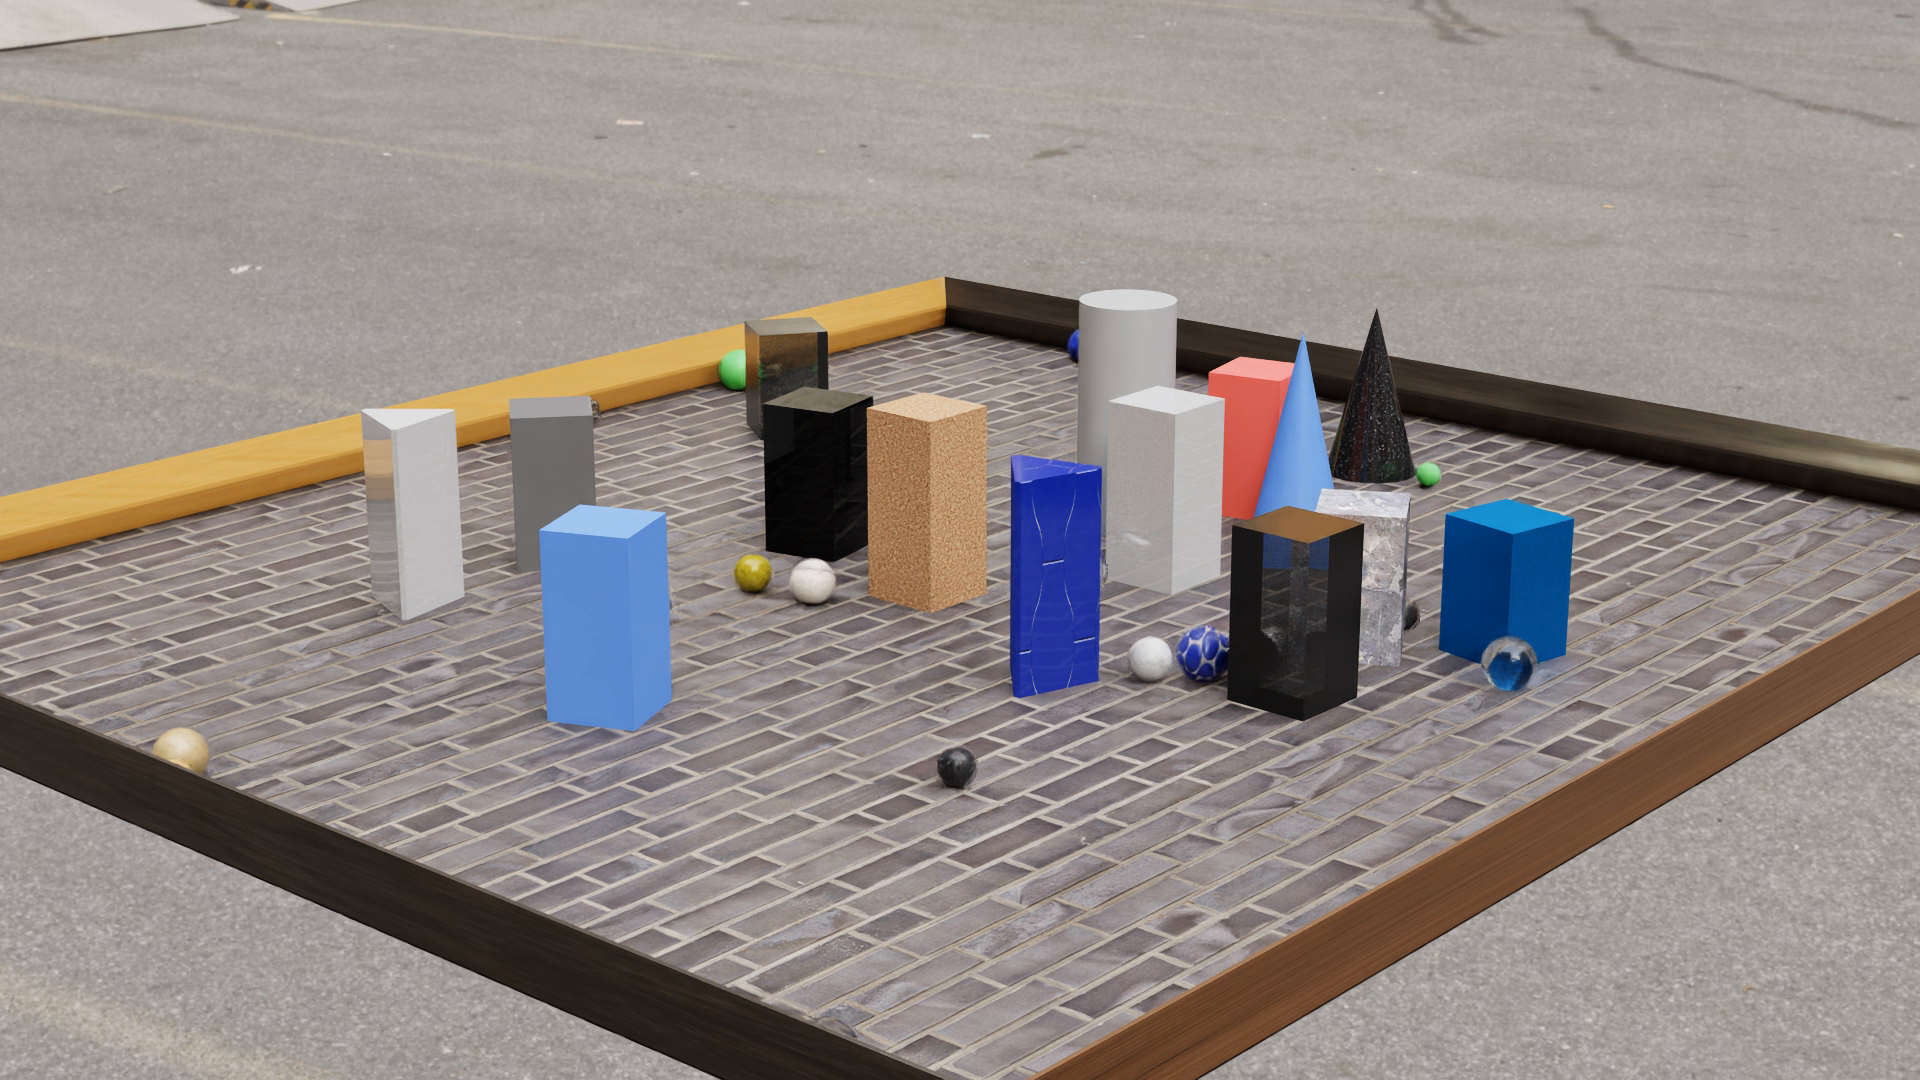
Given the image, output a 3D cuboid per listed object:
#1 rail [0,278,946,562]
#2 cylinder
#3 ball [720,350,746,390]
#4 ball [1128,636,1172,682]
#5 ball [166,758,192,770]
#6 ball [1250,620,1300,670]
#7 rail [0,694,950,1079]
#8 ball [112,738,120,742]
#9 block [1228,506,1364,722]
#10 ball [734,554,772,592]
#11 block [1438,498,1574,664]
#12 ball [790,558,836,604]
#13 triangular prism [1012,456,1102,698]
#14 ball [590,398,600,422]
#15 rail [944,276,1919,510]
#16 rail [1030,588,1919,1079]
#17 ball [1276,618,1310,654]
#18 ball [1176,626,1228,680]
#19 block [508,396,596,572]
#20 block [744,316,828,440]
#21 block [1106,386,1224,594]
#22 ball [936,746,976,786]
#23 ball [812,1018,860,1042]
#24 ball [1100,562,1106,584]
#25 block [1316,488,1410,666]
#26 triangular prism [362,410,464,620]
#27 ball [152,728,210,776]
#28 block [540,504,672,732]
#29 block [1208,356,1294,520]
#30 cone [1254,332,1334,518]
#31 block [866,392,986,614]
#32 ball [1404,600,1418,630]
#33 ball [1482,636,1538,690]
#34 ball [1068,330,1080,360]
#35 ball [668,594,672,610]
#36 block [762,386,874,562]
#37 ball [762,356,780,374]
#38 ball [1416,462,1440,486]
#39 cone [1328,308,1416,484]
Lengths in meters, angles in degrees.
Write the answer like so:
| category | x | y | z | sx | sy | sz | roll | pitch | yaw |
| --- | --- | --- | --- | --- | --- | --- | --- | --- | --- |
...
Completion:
| category | x | y | z | sx | sy | sz | roll | pitch | yaw |
| --- | --- | --- | --- | --- | --- | --- | --- | --- | --- |
| rail | -1.051 | -0.235 | 5.995 | 0.045 | 0.118 | 3.145 | 14 | 22 | 39 |
| cylinder | 0.310 | -0.239 | 5.474 | 0.182 | 0.429 | 0.182 | 0 | 17 | 0 |
| ball | -0.490 | -0.378 | 6.517 | 0.091 | 0.091 | 0.091 | 0 | 17 | 0 |
| ball | 0.304 | 0.190 | 4.677 | 0.071 | 0.071 | 0.071 | 0 | 17 | 0 |
| ball | -1.124 | 0.344 | 4.176 | 0.065 | 0.065 | 0.065 | 0 | 17 | 0 |
| ball | 0.509 | 0.169 | 4.730 | 0.080 | 0.080 | 0.080 | 0 | 17 | 0 |
| rail | -1.015 | 0.369 | 4.002 | 2.831 | 0.118 | 0.045 | 14 | 22 | 39 |
| ball | -1.253 | 0.313 | 4.311 | 0.047 | 0.047 | 0.047 | 0 | 17 | 0 |
| block | 0.522 | 0.112 | 4.562 | 0.145 | 0.286 | 0.145 | 15 | 22 | 40 |
| ball | -0.361 | 0.058 | 5.121 | 0.067 | 0.067 | 0.067 | 0 | 17 | 0 |
| block | 0.891 | 0.073 | 4.783 | 0.145 | 0.233 | 0.145 | -13 | 21 | -36 |
| ball | -0.254 | 0.071 | 5.056 | 0.079 | 0.079 | 0.079 | 0 | 17 | 0 |
| triangular prism | 0.120 | 0.050 | 4.652 | 0.157 | 0.353 | 0.136 | -10 | 20 | -30 |
| ball | -0.796 | -0.274 | 6.221 | 0.063 | 0.063 | 0.063 | 0 | 17 | 0 |
| rail | 1.015 | -0.310 | 6.241 | 2.831 | 0.118 | 0.045 | 14 | 22 | 39 |
| rail | 1.051 | 0.294 | 4.248 | 0.045 | 0.118 | 3.145 | 14 | 22 | 39 |
| ball | 0.547 | 0.158 | 4.808 | 0.057 | 0.057 | 0.057 | 0 | 17 | 0 |
| ball | 0.390 | 0.181 | 4.677 | 0.088 | 0.088 | 0.088 | 0 | 17 | 0 |
| block | -0.732 | -0.102 | 5.276 | 0.145 | 0.283 | 0.145 | -3 | 17 | -9 |
| block | -0.364 | -0.340 | 6.163 | 0.145 | 0.224 | 0.145 | -5 | 18 | -15 |
| block | 0.360 | -0.089 | 5.159 | 0.145 | 0.325 | 0.145 | 14 | 22 | 38 |
| ball | -0.006 | 0.328 | 4.247 | 0.056 | 0.056 | 0.056 | 0 | 17 | 0 |
| ball | -0.151 | 0.586 | 3.362 | 0.075 | 0.075 | 0.075 | 0 | 17 | 0 |
| ball | 0.220 | 0.055 | 5.123 | 0.070 | 0.070 | 0.070 | 0 | 17 | 0 |
| block | 0.654 | 0.060 | 4.793 | 0.145 | 0.251 | 0.145 | 3 | 17 | 11 |
| triangular prism | -0.962 | -0.053 | 5.025 | 0.136 | 0.334 | 0.157 | 10 | 19 | 29 |
| ball | -1.129 | 0.313 | 4.251 | 0.082 | 0.082 | 0.082 | 0 | 17 | 0 |
| block | -0.543 | 0.118 | 4.507 | 0.145 | 0.307 | 0.145 | 5 | 18 | 17 |
| block | 0.567 | -0.191 | 5.580 | 0.145 | 0.276 | 0.145 | 9 | 19 | 28 |
| cone | 0.617 | -0.182 | 5.326 | 0.182 | 0.406 | 0.182 | 0 | 17 | 0 |
| block | -0.056 | -0.066 | 5.061 | 0.145 | 0.337 | 0.145 | 14 | 22 | 39 |
| ball | 0.743 | 0.125 | 4.922 | 0.053 | 0.053 | 0.053 | 0 | 17 | 0 |
| ball | 0.868 | 0.194 | 4.635 | 0.087 | 0.087 | 0.087 | 0 | 17 | 0 |
| ball | 0.286 | -0.450 | 6.778 | 0.077 | 0.077 | 0.077 | 0 | 17 | 0 |
| ball | -0.522 | 0.109 | 4.944 | 0.071 | 0.071 | 0.071 | 0 | 17 | 0 |
| block | -0.256 | -0.121 | 5.345 | 0.145 | 0.278 | 0.145 | 9 | 19 | 27 |
| ball | -0.430 | -0.395 | 6.660 | 0.041 | 0.041 | 0.041 | 0 | 17 | 0 |
| ball | 0.921 | -0.129 | 5.772 | 0.047 | 0.047 | 0.047 | 0 | 17 | 0 |
| cone | 0.822 | -0.299 | 5.832 | 0.182 | 0.337 | 0.182 | 0 | 17 | 0 |
